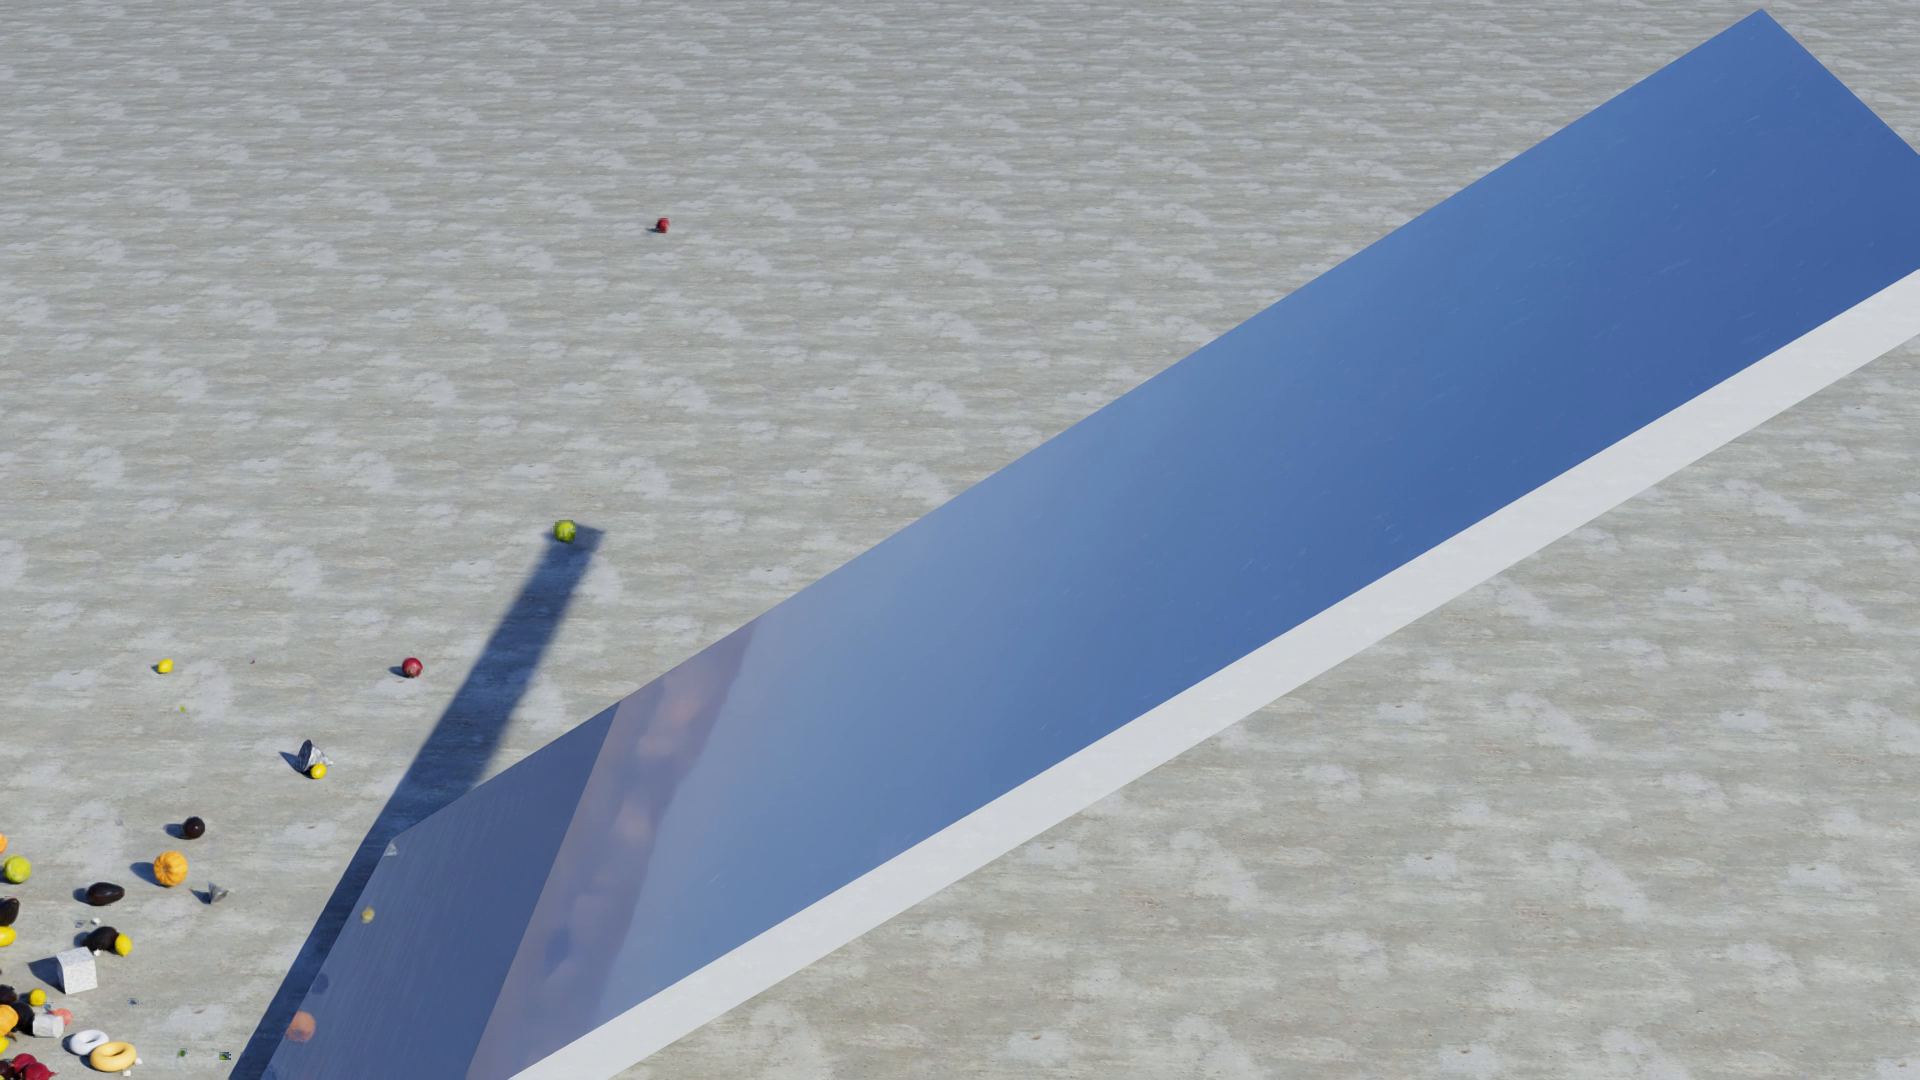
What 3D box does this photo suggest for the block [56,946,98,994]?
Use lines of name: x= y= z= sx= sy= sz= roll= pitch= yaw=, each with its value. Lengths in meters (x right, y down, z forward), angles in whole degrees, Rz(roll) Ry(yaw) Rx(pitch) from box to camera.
block: x=-2.143 y=1.044 z=7.133 sx=0.076 sy=0.076 sz=0.076 roll=-11 pitch=23 yaw=-27

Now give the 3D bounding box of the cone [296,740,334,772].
cone: x=-1.809 y=0.622 z=8.312 sx=0.097 sy=0.097 sz=0.097 roll=19 pitch=9 yaw=-31

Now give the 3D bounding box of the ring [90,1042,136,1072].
ring: x=-1.956 y=1.193 z=6.795 sx=0.105 sy=0.035 sz=0.105 roll=1 pitch=19 yaw=0

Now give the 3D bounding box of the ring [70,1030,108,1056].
ring: x=-2.031 y=1.172 z=6.858 sx=0.089 sy=0.030 sz=0.089 roll=1 pitch=21 yaw=0

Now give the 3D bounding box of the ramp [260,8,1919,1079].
ramp: x=0.139 y=0.171 z=6.297 sx=4.000 sy=0.100 sz=2.000 roll=-31 pitch=15 yaw=14

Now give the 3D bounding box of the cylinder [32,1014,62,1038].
cylinder: x=-2.143 y=1.141 z=6.908 sx=0.052 sy=0.052 sz=0.052 roll=3 pitch=21 yaw=9

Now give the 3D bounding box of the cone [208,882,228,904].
cone: x=-1.913 y=0.894 z=7.535 sx=0.054 sy=0.054 sz=0.054 roll=48 pitch=38 yaw=12
